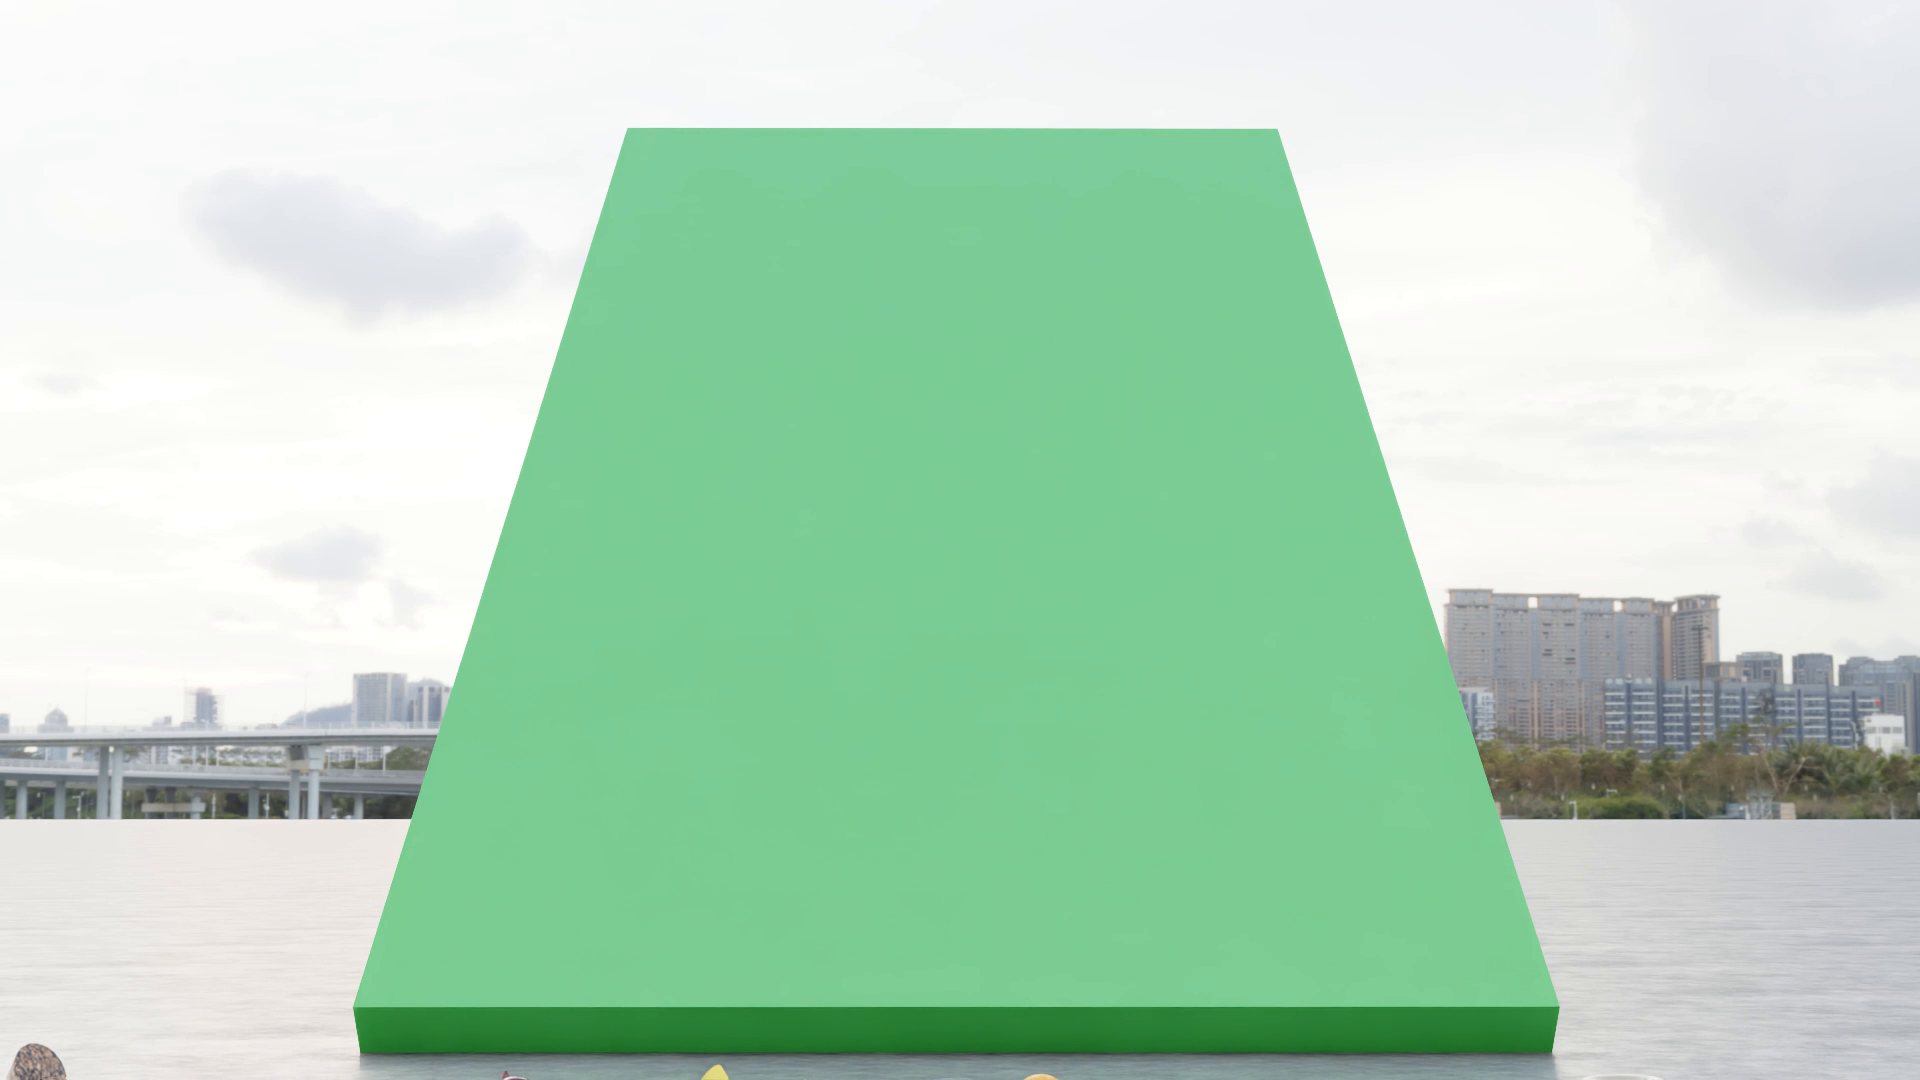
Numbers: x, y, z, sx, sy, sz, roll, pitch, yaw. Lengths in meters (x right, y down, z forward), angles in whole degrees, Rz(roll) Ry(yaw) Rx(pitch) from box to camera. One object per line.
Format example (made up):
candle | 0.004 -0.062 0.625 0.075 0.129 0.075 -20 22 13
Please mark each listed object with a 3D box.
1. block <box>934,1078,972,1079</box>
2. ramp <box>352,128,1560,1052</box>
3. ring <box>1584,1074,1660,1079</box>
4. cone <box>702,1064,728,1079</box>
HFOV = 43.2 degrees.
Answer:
block | -0.007 0.718 3.085 0.060 0.060 0.060 4 -7 -31
ramp | -0.014 -0.204 5.764 2.000 0.100 4.000 0 31 0
ring | 0.891 0.746 3.258 0.136 0.045 0.136 -1 -6 0
cone | -0.301 0.739 3.162 0.080 0.080 0.080 26 3 20
